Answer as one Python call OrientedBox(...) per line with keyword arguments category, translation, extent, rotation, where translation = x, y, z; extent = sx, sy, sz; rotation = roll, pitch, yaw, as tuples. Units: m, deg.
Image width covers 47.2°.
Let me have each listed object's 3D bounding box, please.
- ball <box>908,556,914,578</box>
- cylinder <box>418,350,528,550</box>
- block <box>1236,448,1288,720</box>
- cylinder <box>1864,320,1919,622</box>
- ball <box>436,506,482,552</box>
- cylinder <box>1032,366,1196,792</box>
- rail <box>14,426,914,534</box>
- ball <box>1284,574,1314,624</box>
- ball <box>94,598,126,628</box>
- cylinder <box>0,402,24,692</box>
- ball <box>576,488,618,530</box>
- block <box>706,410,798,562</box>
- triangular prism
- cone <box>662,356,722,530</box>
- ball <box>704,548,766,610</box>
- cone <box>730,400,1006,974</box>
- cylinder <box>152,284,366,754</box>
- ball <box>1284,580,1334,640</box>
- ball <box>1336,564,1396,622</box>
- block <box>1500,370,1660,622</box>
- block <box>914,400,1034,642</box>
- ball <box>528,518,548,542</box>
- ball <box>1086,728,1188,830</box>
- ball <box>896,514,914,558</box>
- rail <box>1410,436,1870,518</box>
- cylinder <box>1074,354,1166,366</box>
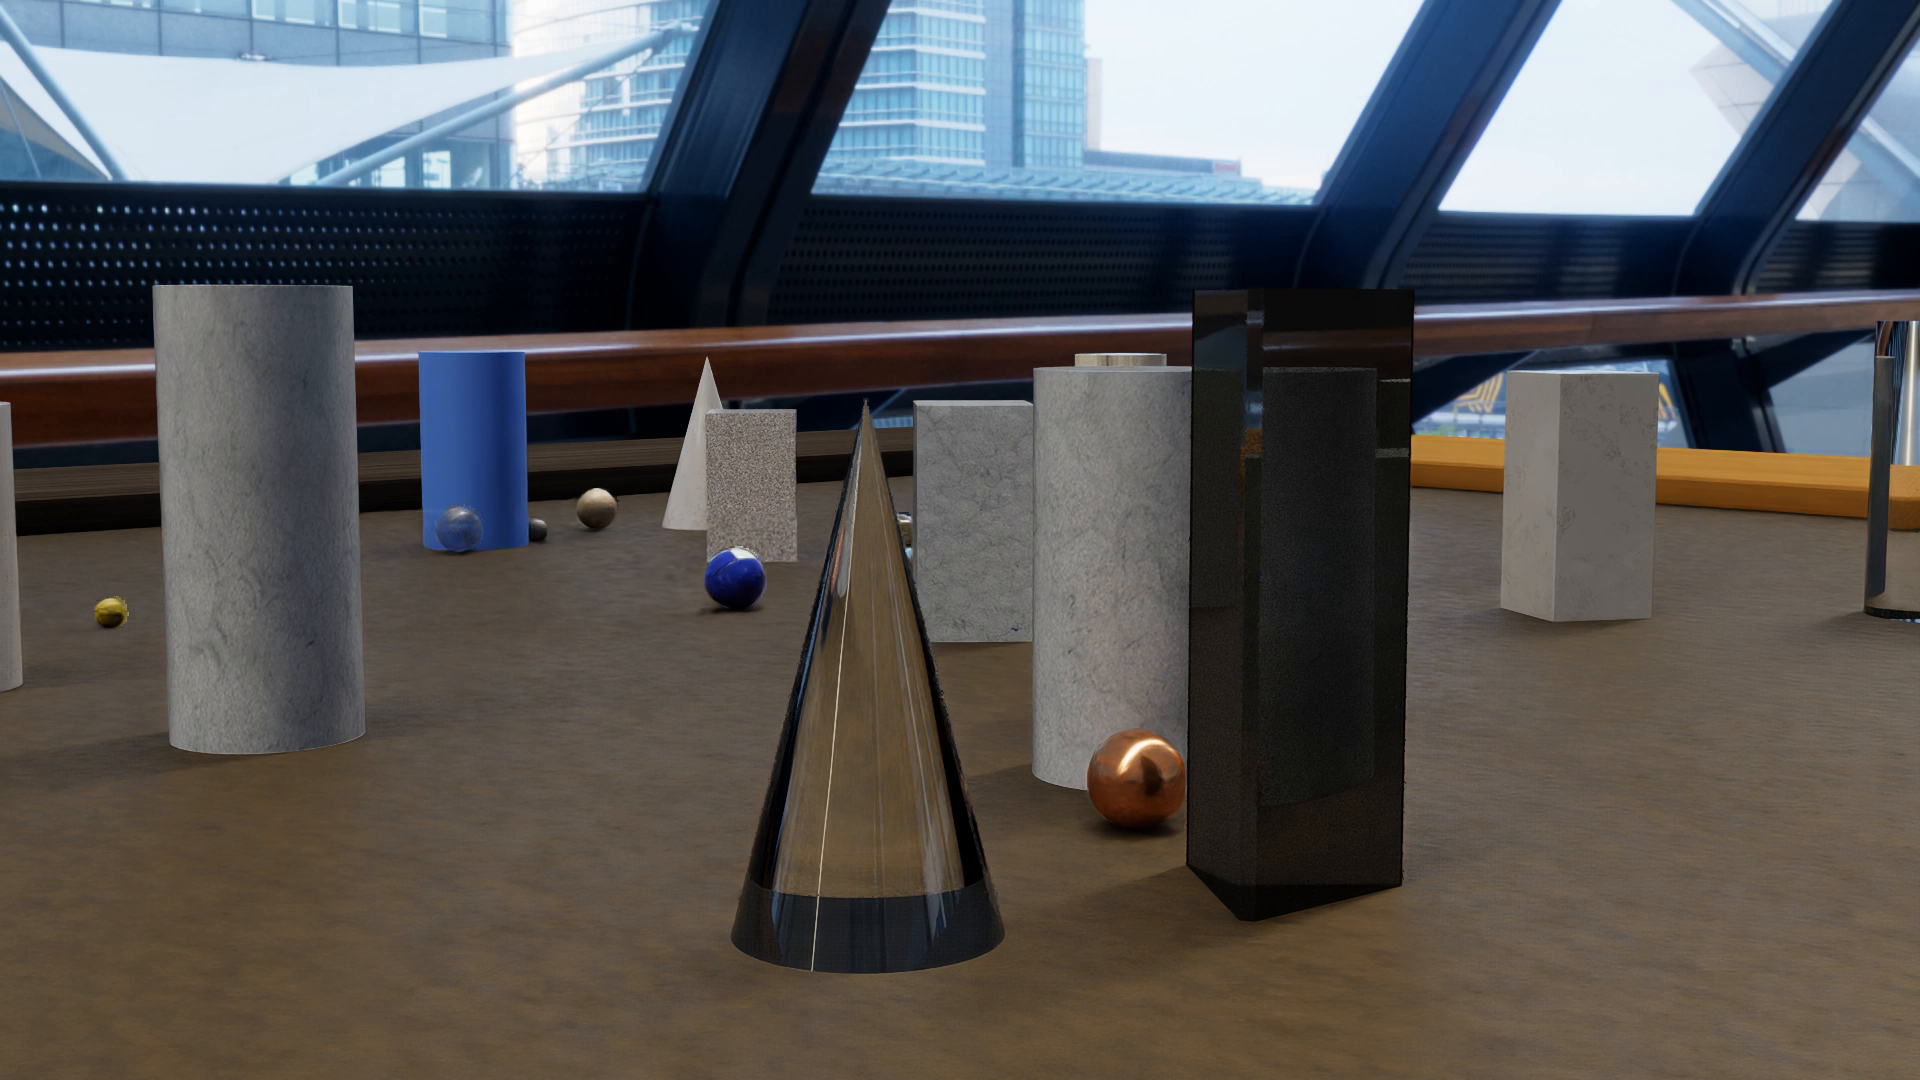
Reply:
OrientedBox(category="ball", translation=(-0.059, 0.048, 3.536), extent=(0.058, 0.058, 0.058), rotation=(0, 6, 0))
OrientedBox(category="cylinder", translation=(-0.921, -0.173, 4.167), extent=(0.197, 0.367, 0.197), rotation=(0, 6, 0))
OrientedBox(category="block", translation=(0.256, 0.046, 2.449), extent=(0.157, 0.289, 0.157), rotation=(-2, 6, -17))
OrientedBox(category="cylinder", translation=(1.430, -0.103, 3.200), extent=(0.197, 0.429, 0.197), rotation=(0, 6, 0))
OrientedBox(category="ball", translation=(-0.921, -0.020, 4.042), extent=(0.083, 0.083, 0.083), rotation=(0, 6, 0))
OrientedBox(category="cylinder", translation=(0.168, 0.031, 2.110), extent=(0.197, 0.389, 0.197), rotation=(0, 6, 0))
OrientedBox(category="rail", translation=(-1.375, -0.122, 4.814), extent=(4.774, 0.128, 0.045), rotation=(-5, 8, -42))
OrientedBox(category="ball", translation=(0.469, 0.083, 3.139), extent=(0.071, 0.071, 0.071), rotation=(0, 6, 0))
OrientedBox(category="ball", translation=(-1.193, 0.103, 3.088), extent=(0.042, 0.042, 0.042), rotation=(0, 6, 0))
OrientedBox(category="cylinder", translation=(-1.215, 0.008, 2.585), extent=(0.197, 0.335, 0.197), rotation=(0, 6, 0))
OrientedBox(category="ball", translation=(-0.741, -0.063, 4.486), extent=(0.082, 0.082, 0.082), rotation=(0, 6, 0))
OrientedBox(category="block", translation=(-0.374, -0.100, 3.969), extent=(0.157, 0.263, 0.157), rotation=(0, 6, -3))
OrientedBox(category="triangular prism", translation=(0.231, 0.039, 1.693), extent=(0.170, 0.460, 0.148), rotation=(-5, 8, -38))
OrientedBox(category="cone", translation=(-0.521, -0.205, 4.545), extent=(0.197, 0.351, 0.197), rotation=(0, 6, 0))
OrientedBox(category="ball", translation=(-0.336, 0.058, 3.279), extent=(0.091, 0.091, 0.091), rotation=(0, 6, 0))
OrientedBox(category="cone", translation=(-0.066, 0.091, 1.558), extent=(0.197, 0.384, 0.197), rotation=(0, 6, 0))
OrientedBox(category="cylinder", translation=(-0.726, -0.028, 2.287), extent=(0.197, 0.469, 0.197), rotation=(0, 6, 0))
OrientedBox(category="ball", translation=(0.466, 0.095, 2.977), extent=(0.081, 0.081, 0.081), rotation=(0, 6, 0))
OrientedBox(category="ball", translation=(0.581, 0.076, 3.142), extent=(0.084, 0.084, 0.084), rotation=(0, 6, 0))
OrientedBox(category="block", translation=(0.908, -0.069, 3.228), extent=(0.157, 0.355, 0.157), rotation=(-2, 6, -14))
OrientedBox(category="block", translation=(0.017, -0.029, 3.026), extent=(0.157, 0.318, 0.157), rotation=(0, 6, -3))
OrientedBox(category="ball", translation=(-0.819, -0.019, 4.247), extent=(0.044, 0.044, 0.044), rotation=(0, 6, 0))
OrientedBox(category="ball", translation=(0.152, 0.206, 1.892), extent=(0.086, 0.086, 0.086), rotation=(0, 6, 0))
OrientedBox(category="ball", translation=(-0.108, 0.003, 3.778), extent=(0.097, 0.097, 0.097), rotation=(0, 6, 0))
OrientedBox(category="rail", translation=(1.737, -0.133, 4.926), extent=(0.045, 0.128, 4.102), rotation=(-5, 8, -42))
OrientedBox(category="cylinder", translation=(0.345, -0.225, 4.737), extent=(0.197, 0.351, 0.197), rotation=(0, 6, 0))
